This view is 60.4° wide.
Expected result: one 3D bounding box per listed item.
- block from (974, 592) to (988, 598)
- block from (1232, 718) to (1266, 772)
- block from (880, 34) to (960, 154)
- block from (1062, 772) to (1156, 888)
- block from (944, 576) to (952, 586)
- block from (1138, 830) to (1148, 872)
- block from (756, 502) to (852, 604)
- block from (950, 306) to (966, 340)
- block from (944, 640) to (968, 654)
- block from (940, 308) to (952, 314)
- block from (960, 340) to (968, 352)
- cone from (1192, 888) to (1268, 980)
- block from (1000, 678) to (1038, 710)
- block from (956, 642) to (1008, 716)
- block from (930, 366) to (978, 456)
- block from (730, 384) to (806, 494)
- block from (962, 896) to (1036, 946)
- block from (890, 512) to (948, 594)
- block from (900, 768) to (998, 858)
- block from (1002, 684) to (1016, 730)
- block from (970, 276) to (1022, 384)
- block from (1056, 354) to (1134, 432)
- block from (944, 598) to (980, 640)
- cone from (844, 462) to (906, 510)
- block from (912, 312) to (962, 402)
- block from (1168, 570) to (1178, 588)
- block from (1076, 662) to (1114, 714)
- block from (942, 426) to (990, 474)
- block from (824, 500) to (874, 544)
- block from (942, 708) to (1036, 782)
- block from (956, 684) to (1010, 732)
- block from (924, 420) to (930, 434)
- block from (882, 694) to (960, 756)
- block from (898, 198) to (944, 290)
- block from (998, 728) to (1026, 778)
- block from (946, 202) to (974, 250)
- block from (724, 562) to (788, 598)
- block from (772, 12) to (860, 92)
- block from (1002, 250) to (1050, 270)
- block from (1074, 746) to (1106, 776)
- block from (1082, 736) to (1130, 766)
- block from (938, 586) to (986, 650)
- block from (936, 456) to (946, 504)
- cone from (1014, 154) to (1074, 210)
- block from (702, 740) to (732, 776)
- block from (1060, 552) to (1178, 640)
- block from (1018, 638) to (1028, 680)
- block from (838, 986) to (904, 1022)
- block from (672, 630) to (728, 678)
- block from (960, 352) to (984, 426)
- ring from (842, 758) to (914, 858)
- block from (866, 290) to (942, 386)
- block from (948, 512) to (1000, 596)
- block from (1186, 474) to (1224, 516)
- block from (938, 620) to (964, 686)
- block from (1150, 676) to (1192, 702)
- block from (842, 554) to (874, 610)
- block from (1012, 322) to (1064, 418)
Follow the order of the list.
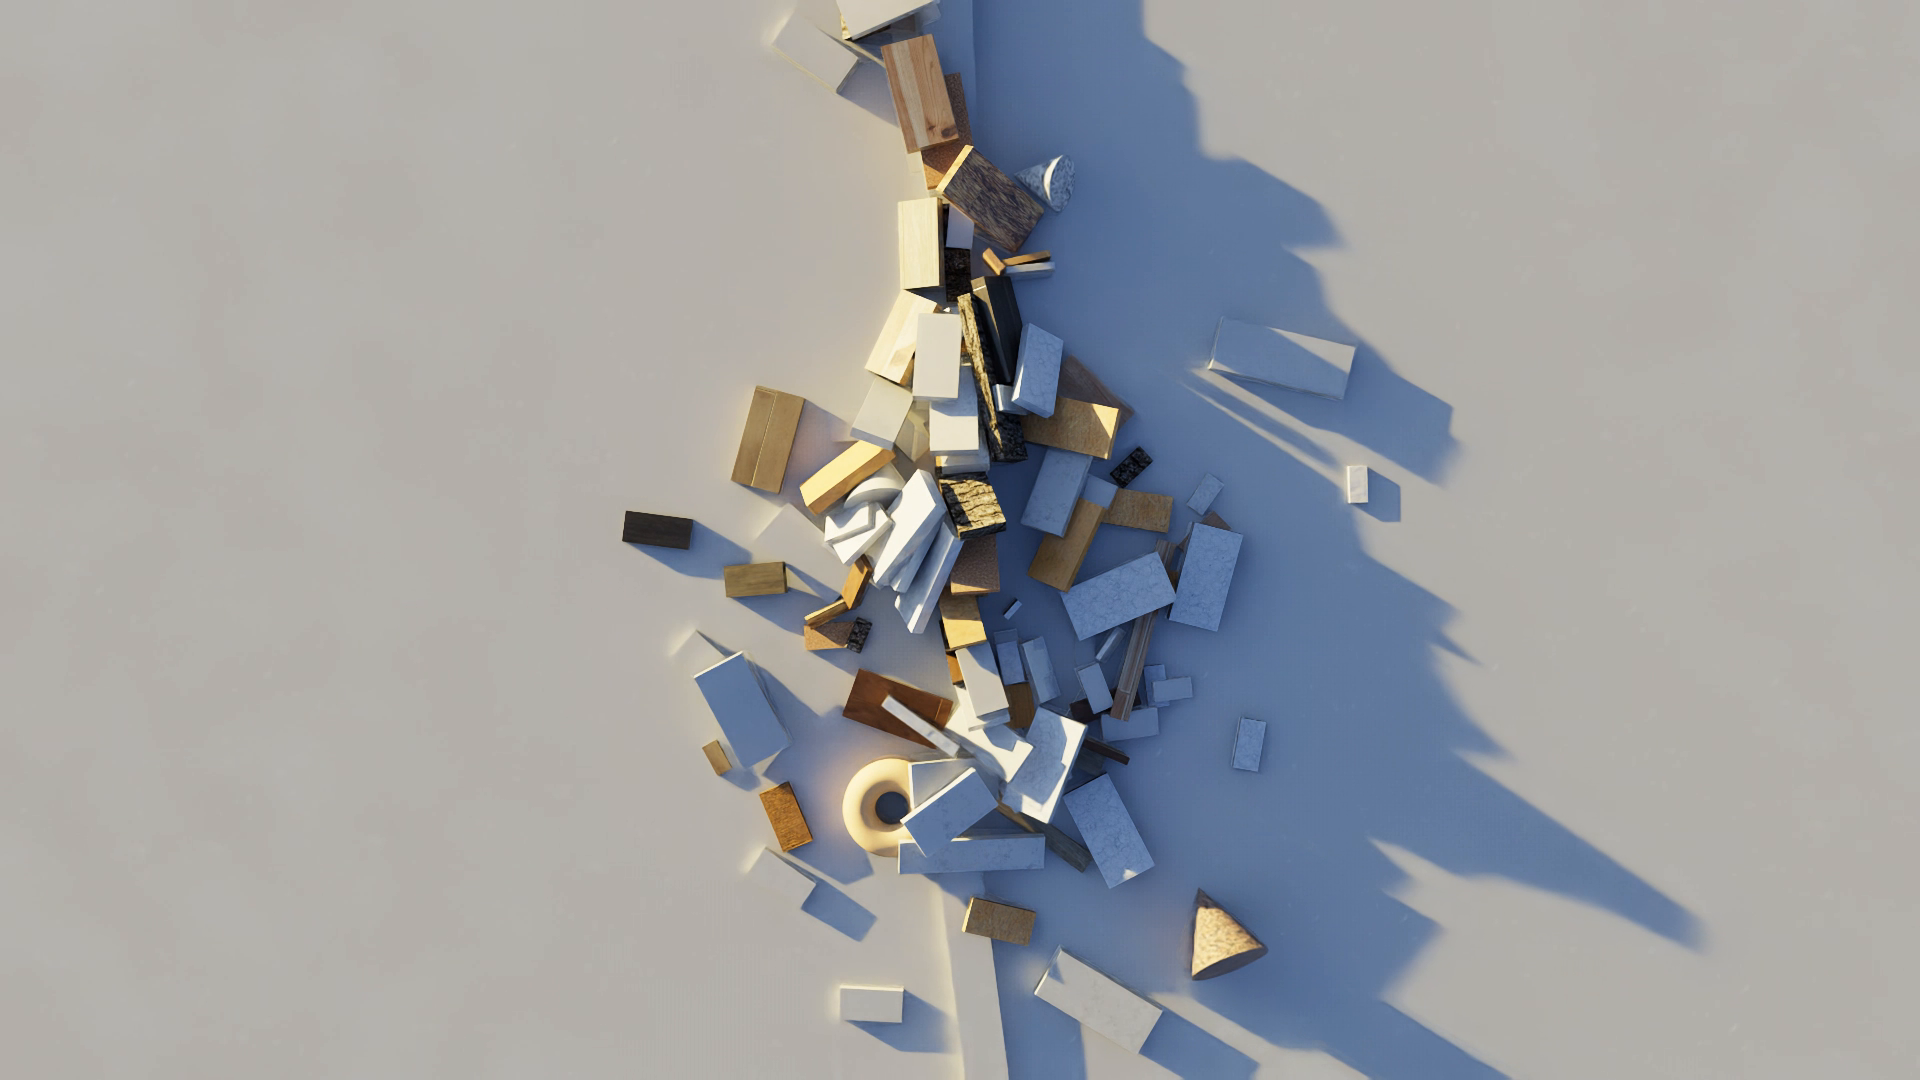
[{"bbox_3d":[0.024,0.073,5.443,0.119,0.034,0.239,-4,70,0],"label":"block"},{"bbox_3d":[0.962,0.680,5.488,0.083,0.024,0.167,10,90,0],"label":"block"},{"bbox_3d":[-0.129,-1.444,5.342,0.174,0.049,0.347,-14,90,0],"label":"block"},{"bbox_3d":[0.491,0.960,5.460,0.170,0.048,0.339,-28,85,1],"label":"block"},{"bbox_3d":[0.011,-0.002,5.408,0.155,0.044,0.311,-3,62,0],"label":"block"},{"bbox_3d":[0.577,1.040,5.490,0.070,0.020,0.140,-11,90,0],"label":"block"},{"bbox_3d":[-0.498,0.046,5.476,0.332,0.047,0.166,41,90,0],"label":"block"},{"bbox_3d":[0.006,-0.721,5.458,0.066,0.019,0.131,-9,59,0],"label":"block"},{"bbox_3d":[0.001,0.263,5.440,0.112,0.032,0.223,-4,66,0],"label":"block"},{"bbox_3d":[-0.051,-0.696,5.446,0.066,0.019,0.131,-24,57,33],"label":"block"},{"bbox_3d":[-0.007,-0.677,5.455,0.066,0.019,0.131,-13,59,-6],"label":"block"},{"bbox_3d":[0.838,1.271,5.440,0.270,0.270,0.270,-21,63,0],"label":"cone"},{"bbox_3d":[0.151,0.511,5.485,0.212,0.030,0.106,-1,90,0],"label":"block"},{"bbox_3d":[0.071,0.451,5.344,0.112,0.032,0.223,-16,80,-6],"label":"block"},{"bbox_3d":[-0.020,-0.419,5.329,0.153,0.043,0.307,-2,67,1],"label":"block"},{"bbox_3d":[-0.637,-0.334,5.477,0.164,0.047,0.329,15,90,0],"label":"block"},{"bbox_3d":[0.131,1.261,5.452,0.226,0.032,0.113,16,84,-14],"label":"block"},{"bbox_3d":[-0.158,0.002,5.328,0.043,0.152,0.303,16,109,-37],"label":"block"},{"bbox_3d":[-0.033,0.887,5.364,0.290,0.041,0.145,-35,103,-11],"label":"block"},{"bbox_3d":[0.123,0.585,5.455,0.106,0.030,0.212,-8,90,0],"label":"block"},{"bbox_3d":[0.145,-0.688,5.412,0.050,0.176,0.351,-14,90,32],"label":"block"},{"bbox_3d":[0.427,-0.468,5.480,0.287,0.041,0.144,43,90,0],"label":"block"},{"bbox_3d":[0.004,0.207,5.429,0.119,0.034,0.239,-3,66,0],"label":"block"},{"bbox_3d":[-0.270,-0.220,5.445,0.247,0.247,0.247,-6,63,0],"label":"cone"},{"bbox_3d":[-0.072,-0.591,5.338,0.144,0.041,0.289,3,74,1],"label":"block"},{"bbox_3d":[0.677,0.129,5.491,0.121,0.017,0.061,8,90,0],"label":"block"},{"bbox_3d":[0.447,0.489,5.443,0.076,0.021,0.151,-22,93,-6],"label":"block"},{"bbox_3d":[0.010,-0.356,5.396,0.153,0.043,0.307,-4,56,0],"label":"block"},{"bbox_3d":[-0.361,-0.057,5.369,0.180,0.026,0.090,-21,53,31],"label":"block"},{"bbox_3d":[0.096,0.651,5.392,0.282,0.040,0.141,36,96,20],"label":"block"},{"bbox_3d":[0.058,0.480,5.409,0.141,0.040,0.282,-14,61,-5],"label":"block"},{"bbox_3d":[-0.050,-0.389,5.468,0.130,0.018,0.065,-28,59,-6],"label":"block"},{"bbox_3d":[-0.129,0.604,5.381,0.282,0.141,0.040,36,86,0],"label":"block"},{"bbox_3d":[-0.127,-0.977,5.448,0.144,0.041,0.289,-1,90,28],"label":"block"},{"bbox_3d":[0.139,0.721,5.485,0.212,0.030,0.106,-32,90,0],"label":"block"},{"bbox_3d":[0.004,-1.047,5.431,0.085,0.024,0.170,5,97,-1],"label":"block"},{"bbox_3d":[-0.677,0.131,5.460,0.207,0.029,0.104,-5,90,14],"label":"block"},{"bbox_3d":[-0.481,-1.620,5.481,0.264,0.037,0.132,35,90,0],"label":"block"},{"bbox_3d":[0.218,-0.926,5.460,0.161,0.081,0.023,-13,90,0],"label":"block"},{"bbox_3d":[0.405,0.723,5.469,0.144,0.020,0.072,22,90,0],"label":"block"},{"bbox_3d":[0.462,0.687,5.441,0.189,0.095,0.027,23,91,-7],"label":"block"},{"bbox_3d":[-0.002,0.229,5.349,0.119,0.034,0.239,-14,70,-4],"label":"block"},{"bbox_3d":[0.003,-0.193,5.430,0.155,0.044,0.311,-3,72,0],"label":"block"},{"bbox_3d":[0.256,-1.197,5.459,0.183,0.183,0.183,17,90,27],"label":"cone"},{"bbox_3d":[-0.809,0.725,5.492,0.054,0.015,0.108,-29,90,0],"label":"block"},{"bbox_3d":[0.523,0.185,5.434,0.348,0.049,0.174,-23,85,6],"label":"block"},{"bbox_3d":[0.182,0.401,5.473,0.069,0.020,0.138,-11,75,0],"label":"block"},{"bbox_3d":[-0.296,1.543,5.485,0.210,0.030,0.105,3,90,0],"label":"block"},{"bbox_3d":[-0.828,0.425,5.483,0.242,0.034,0.121,41,90,0],"label":"block"},{"bbox_3d":[-0.001,-0.517,5.419,0.153,0.043,0.307,-4,66,0],"label":"block"},{"bbox_3d":[-0.226,0.885,5.447,0.325,0.108,0.325,0,89,-1],"label":"ring"},{"bbox_3d":[-0.188,-0.669,5.450,0.144,0.041,0.289,25,90,26],"label":"block"},{"bbox_3d":[0.040,0.017,5.319,0.155,0.044,0.311,-4,75,0],"label":"block"},{"bbox_3d":[0.816,-0.152,5.491,0.063,0.018,0.127,36,90,0],"label":"block"},{"bbox_3d":[0.008,0.361,5.432,0.112,0.032,0.223,-11,63,-4],"label":"block"},{"bbox_3d":[0.703,0.496,5.474,0.135,0.019,0.068,-6,90,-14],"label":"block"},{"bbox_3d":[-0.336,0.136,5.386,0.024,0.084,0.168,3,127,-32],"label":"block"},{"bbox_3d":[0.254,-0.554,5.390,0.143,0.040,0.285,23,61,-28],"label":"block"}]
